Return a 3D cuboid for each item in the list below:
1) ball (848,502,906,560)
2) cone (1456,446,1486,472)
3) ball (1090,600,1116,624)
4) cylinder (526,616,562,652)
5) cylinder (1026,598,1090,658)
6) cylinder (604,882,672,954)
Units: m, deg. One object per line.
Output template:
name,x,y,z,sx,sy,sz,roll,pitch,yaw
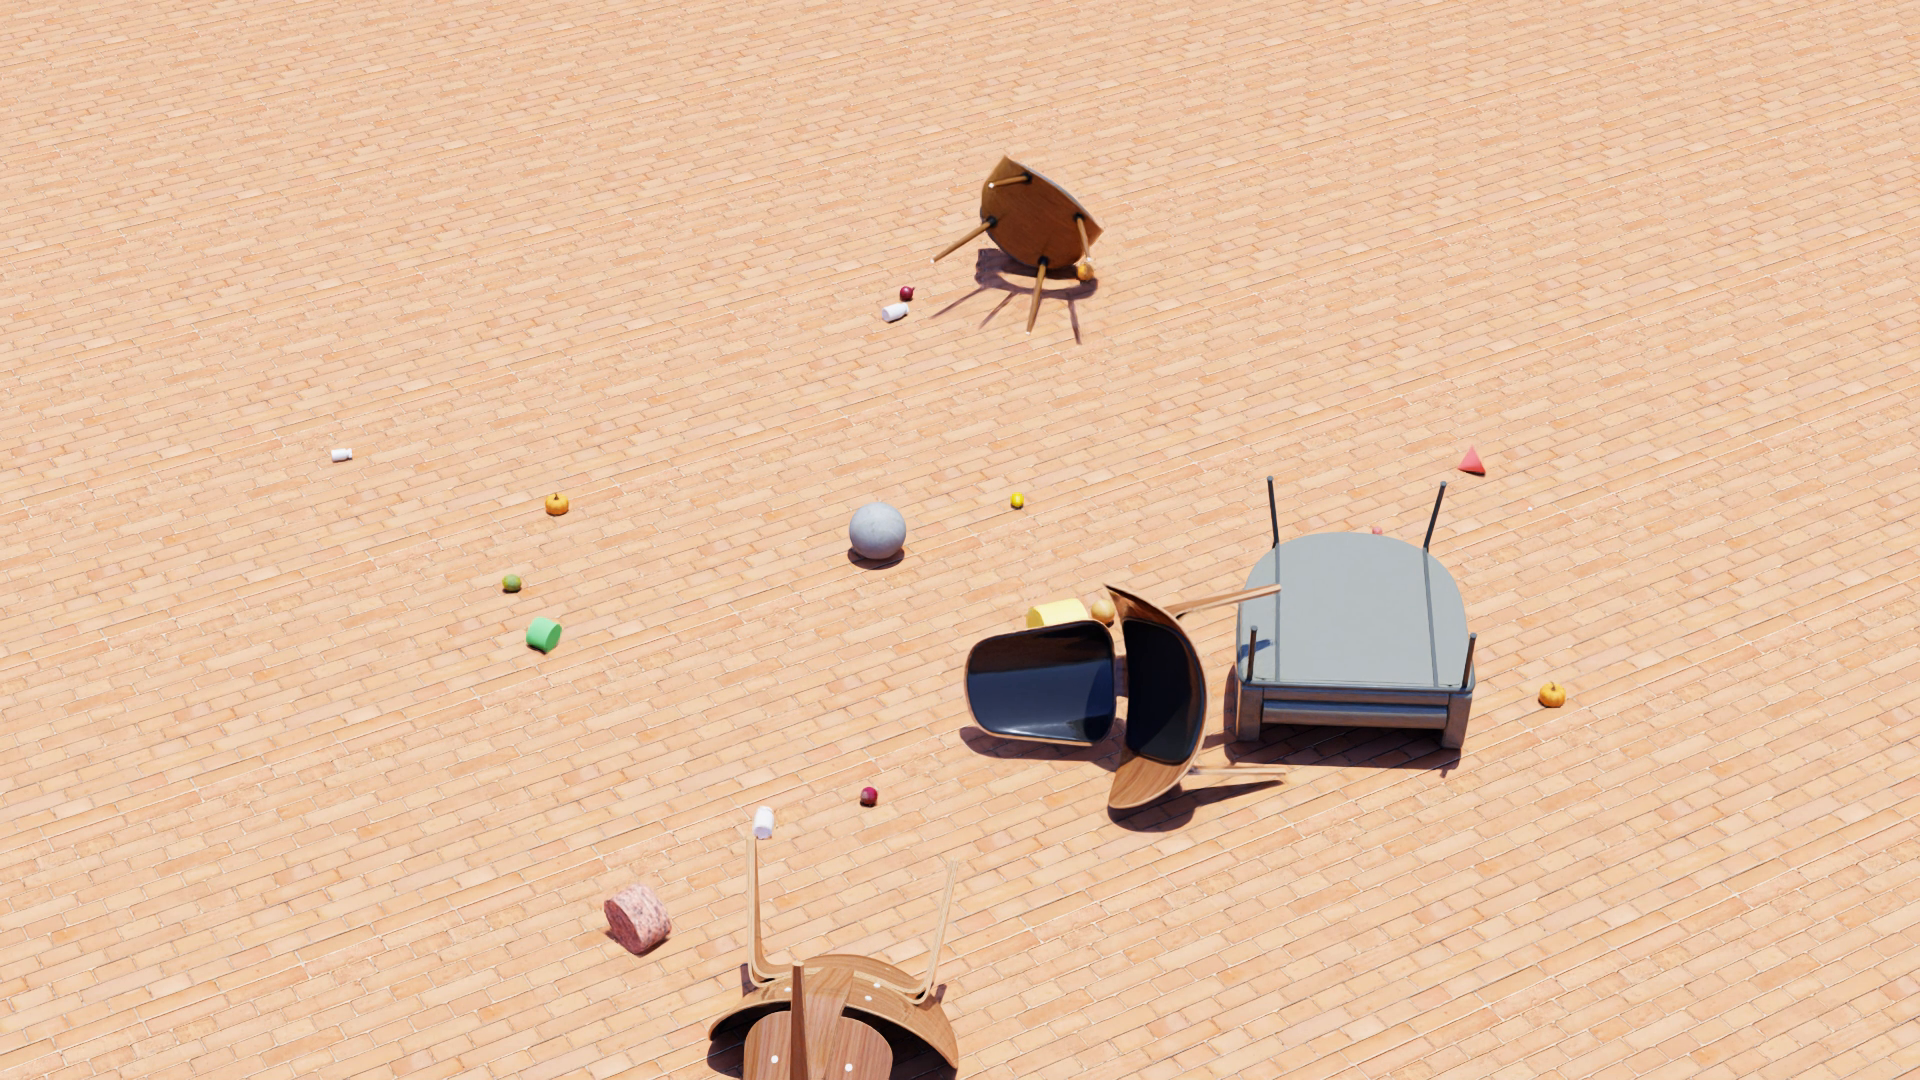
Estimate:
ball,-0.303,-0.034,10.802,0.213,0.213,0.213,0,33,0
cone,1.967,-0.296,11.352,0.095,0.101,0.157,-27,32,10
ball,0.511,0.256,10.474,0.090,0.090,0.090,0,33,0
cylinder,-1.472,0.334,10.359,0.087,0.072,0.105,20,79,27
cylinder,0.346,0.309,10.306,0.160,0.181,0.213,-12,10,-17
cylinder,-0.994,1.162,9.035,0.122,0.137,0.191,-30,84,-37
